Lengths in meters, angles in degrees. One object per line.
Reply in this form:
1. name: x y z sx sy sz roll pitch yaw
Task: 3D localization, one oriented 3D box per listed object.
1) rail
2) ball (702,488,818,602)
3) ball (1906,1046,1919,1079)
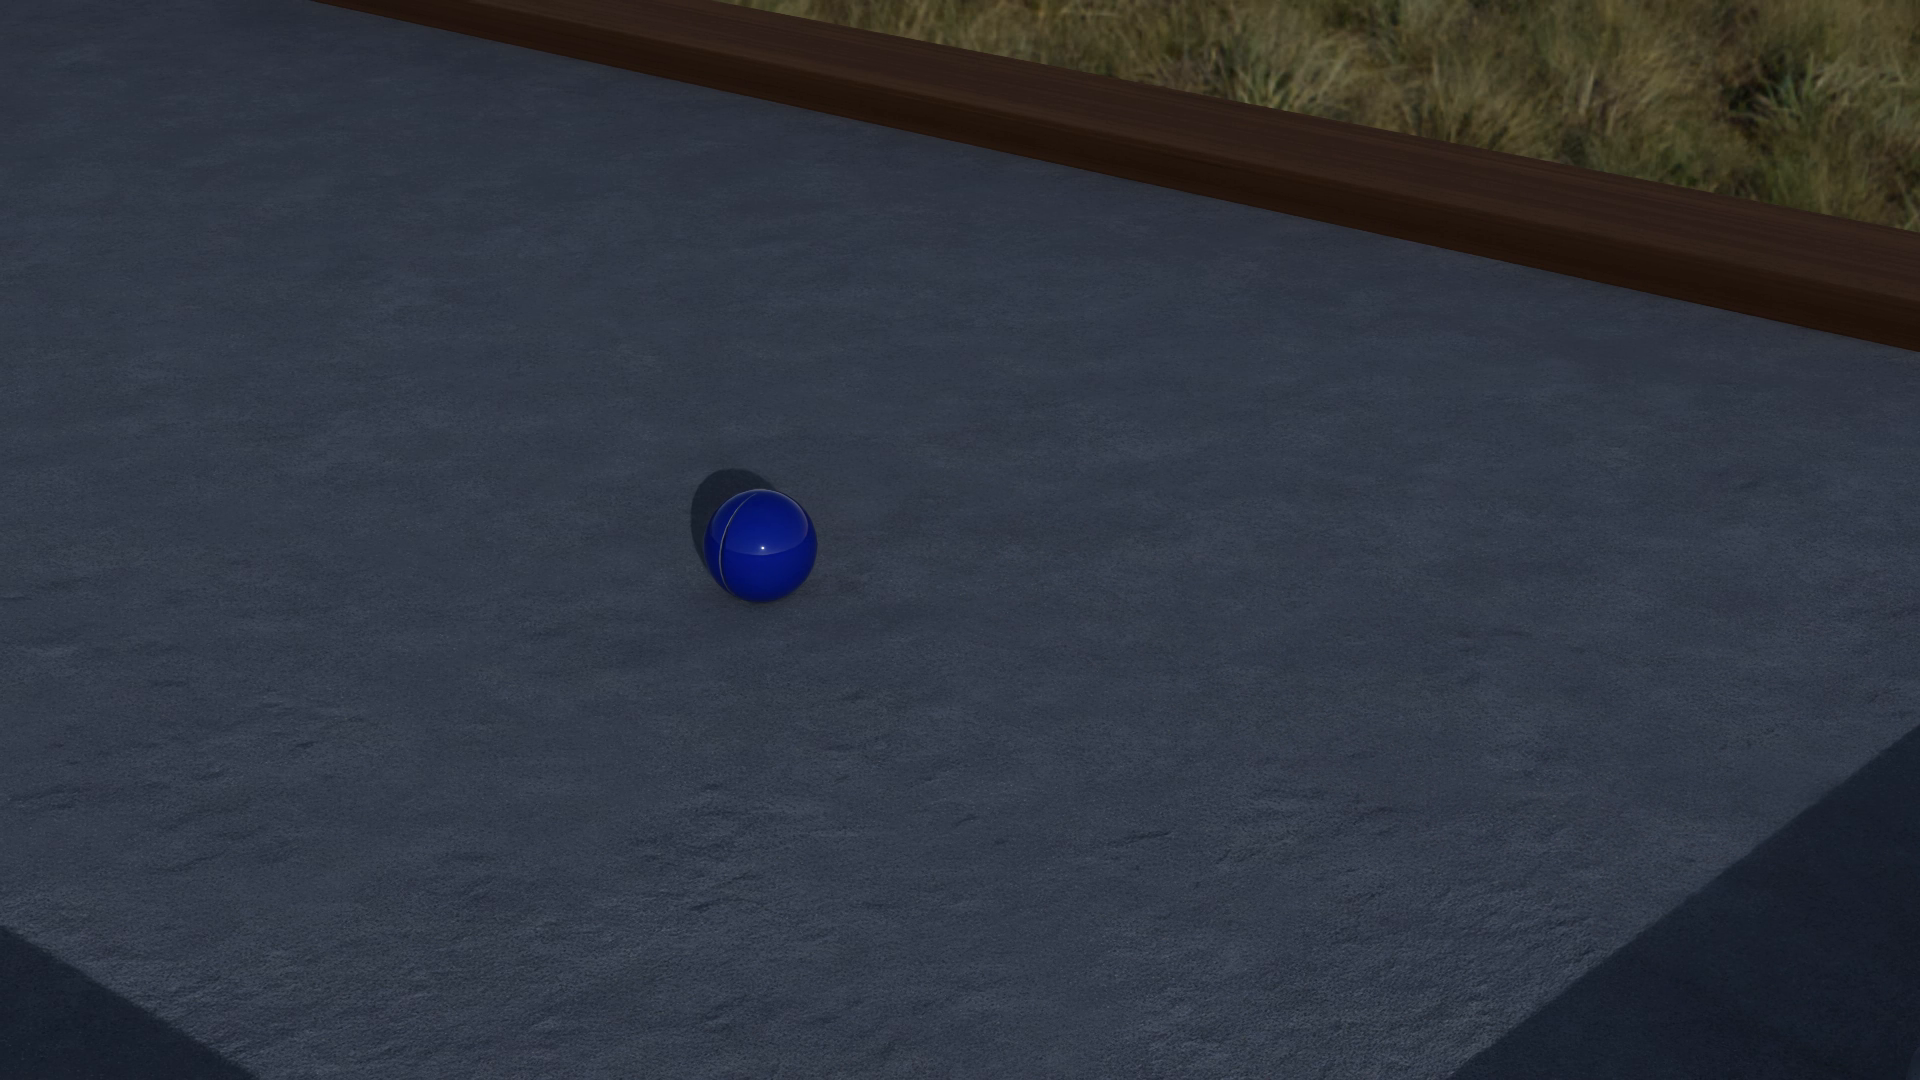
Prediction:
1. rail: -0.062 -0.604 3.955 4.278 0.126 0.045 18 28 38
2. ball: -0.169 0.005 2.487 0.097 0.097 0.097 0 22 0
3. ball: 0.594 0.322 1.745 0.062 0.062 0.062 0 22 0
